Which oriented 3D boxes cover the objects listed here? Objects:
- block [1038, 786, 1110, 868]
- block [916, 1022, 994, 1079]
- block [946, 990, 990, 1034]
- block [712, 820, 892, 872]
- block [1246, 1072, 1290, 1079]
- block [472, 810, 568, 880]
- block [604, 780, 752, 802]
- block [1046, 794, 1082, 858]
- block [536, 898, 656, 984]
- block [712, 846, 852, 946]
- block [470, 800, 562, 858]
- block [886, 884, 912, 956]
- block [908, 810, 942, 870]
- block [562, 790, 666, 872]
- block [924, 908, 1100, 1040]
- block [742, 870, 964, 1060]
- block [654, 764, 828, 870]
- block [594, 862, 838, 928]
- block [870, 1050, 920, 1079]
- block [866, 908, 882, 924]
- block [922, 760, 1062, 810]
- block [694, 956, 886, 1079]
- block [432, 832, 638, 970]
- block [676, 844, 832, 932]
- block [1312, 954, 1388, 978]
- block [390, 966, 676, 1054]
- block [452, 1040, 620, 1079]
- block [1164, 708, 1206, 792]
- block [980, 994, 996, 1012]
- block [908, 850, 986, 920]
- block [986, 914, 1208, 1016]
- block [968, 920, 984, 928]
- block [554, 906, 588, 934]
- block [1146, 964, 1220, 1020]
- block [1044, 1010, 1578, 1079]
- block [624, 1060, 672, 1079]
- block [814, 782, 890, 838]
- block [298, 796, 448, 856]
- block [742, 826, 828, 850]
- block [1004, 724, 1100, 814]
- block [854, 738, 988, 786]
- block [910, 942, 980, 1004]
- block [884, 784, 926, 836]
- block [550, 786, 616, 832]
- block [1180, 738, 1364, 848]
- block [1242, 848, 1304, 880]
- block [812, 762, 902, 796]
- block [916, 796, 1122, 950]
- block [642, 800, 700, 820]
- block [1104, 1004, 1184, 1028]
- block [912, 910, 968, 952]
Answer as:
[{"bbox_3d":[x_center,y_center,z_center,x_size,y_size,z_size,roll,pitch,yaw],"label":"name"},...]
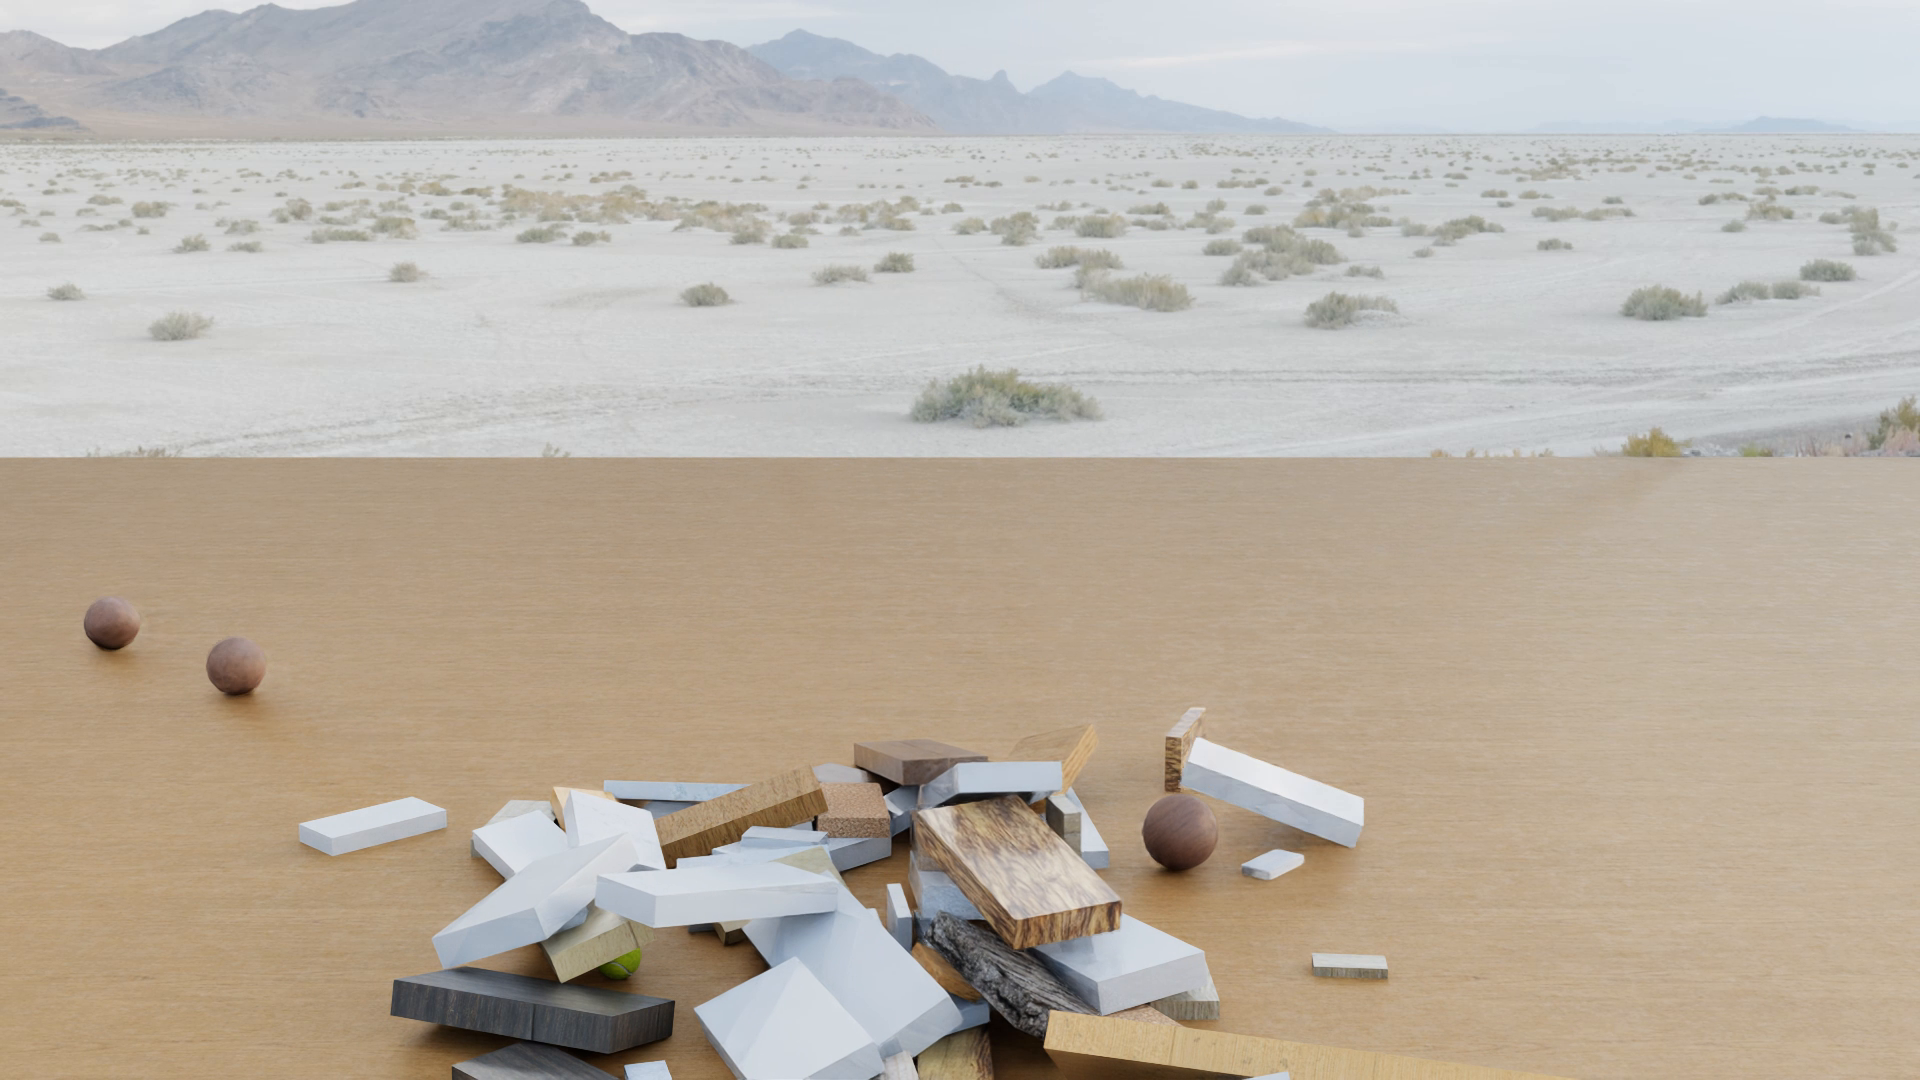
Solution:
[{"bbox_3d":[0.176,0.512,4.003,0.110,0.031,0.439,-1,11,-7],"label":"block"},{"bbox_3d":[-0.007,0.709,2.948,0.099,0.028,0.374,0,11,-2],"label":"block"},{"bbox_3d":[-0.047,0.649,3.106,0.099,0.028,0.199,-12,12,-24],"label":"block"},{"bbox_3d":[-0.270,0.538,3.787,0.149,0.042,0.297,8,10,37],"label":"block"},{"bbox_3d":[0.208,0.708,2.648,0.353,0.050,0.176,-5,-21,-20],"label":"block"},{"bbox_3d":[-0.722,0.537,3.743,0.125,0.035,0.249,-15,23,-30],"label":"block"},{"bbox_3d":[-0.477,0.473,4.119,0.360,0.033,0.116,1,-7,5],"label":"block"},{"bbox_3d":[0.164,0.517,3.511,0.028,0.200,0.100,-3,11,-15],"label":"block"},{"bbox_3d":[-0.578,0.577,3.361,0.148,0.042,0.415,-23,10,-16],"label":"block"},{"bbox_3d":[-0.297,0.566,3.509,0.220,0.031,0.110,-13,45,-27],"label":"block"},{"bbox_3d":[-0.787,0.520,3.957,0.116,0.033,0.231,1,11,6],"label":"block"},{"bbox_3d":[-0.095,0.597,3.423,0.022,0.077,0.153,-1,11,-8],"label":"block"},{"bbox_3d":[0.010,0.496,3.641,0.175,0.049,0.349,2,0,-4],"label":"block"},{"bbox_3d":[-0.590,0.511,3.740,0.149,0.042,0.297,18,8,-16],"label":"block"},{"bbox_3d":[0.086,0.628,3.096,0.163,0.046,0.327,29,0,-26],"label":"block"},{"bbox_3d":[-0.166,0.622,3.172,0.161,0.046,0.544,-33,20,-12],"label":"block"},{"bbox_3d":[-0.391,0.486,3.870,0.303,0.043,0.152,-19,14,-7],"label":"block"},{"bbox_3d":[-0.358,0.522,3.253,0.321,0.046,0.161,3,2,-40],"label":"block"},{"bbox_3d":[-0.092,0.720,2.801,0.099,0.028,0.199,-22,13,-5],"label":"block"},{"bbox_3d":[-0.160,0.618,3.459,0.076,0.022,0.153,-2,11,-10],"label":"block"},{"bbox_3d":[0.046,0.417,3.681,0.163,0.046,0.505,0,-11,-8],"label":"block"},{"bbox_3d":[-0.234,0.671,2.963,0.161,0.046,0.321,-25,18,-17],"label":"block"},{"bbox_3d":[-0.635,0.541,3.323,0.175,0.049,0.349,-19,6,17],"label":"block"},{"bbox_3d":[-0.325,0.563,3.560,0.249,0.035,0.125,-3,41,-17],"label":"block"},{"bbox_3d":[0.590,0.645,3.330,0.110,0.016,0.055,1,11,6],"label":"block"},{"bbox_3d":[-0.597,0.654,3.076,0.349,0.049,0.175,4,-3,21],"label":"block"},{"bbox_3d":[-0.533,0.721,2.864,0.261,0.037,0.131,10,15,43],"label":"block"},{"bbox_3d":[0.444,0.411,4.330,0.031,0.110,0.229,3,11,18],"label":"block"},{"bbox_3d":[0.027,0.659,3.244,0.067,0.019,0.134,-6,12,-31],"label":"block"},{"bbox_3d":[0.016,0.547,3.502,0.175,0.049,0.349,2,1,-5],"label":"block"},{"bbox_3d":[0.198,0.614,3.277,0.176,0.050,0.353,-11,9,-24],"label":"block"},{"bbox_3d":[-0.002,0.618,3.453,0.077,0.022,0.154,2,11,0],"label":"block"},{"bbox_3d":[-0.611,0.573,3.273,0.110,0.016,0.055,-20,9,0],"label":"block"},{"bbox_3d":[0.319,0.655,3.244,0.100,0.028,0.200,0,11,-1],"label":"block"},{"bbox_3d":[0.472,0.684,2.752,0.717,0.050,0.176,4,-28,18],"label":"block"},{"bbox_3d":[-0.410,0.722,2.915,0.055,0.016,0.110,-3,11,-16],"label":"block"},{"bbox_3d":[-0.198,0.482,3.932,0.125,0.035,0.249,1,8,-7],"label":"block"},{"bbox_3d":[-1.060,0.516,3.976,0.116,0.033,0.231,10,15,44],"label":"block"},{"bbox_3d":[-0.299,0.511,3.753,0.134,0.019,0.067,3,8,10],"label":"block"},{"bbox_3d":[0.144,0.437,4.121,0.152,0.043,0.303,-14,13,24],"label":"block"},{"bbox_3d":[-0.082,0.415,4.138,0.152,0.043,0.604,-2,-2,-11],"label":"block"},{"bbox_3d":[-0.020,0.607,3.088,0.067,0.019,0.134,29,0,-18],"label":"block"},{"bbox_3d":[-0.109,0.490,4.008,0.096,0.027,0.193,-30,8,7],"label":"block"},{"bbox_3d":[-0.663,0.502,3.952,0.110,0.031,0.220,8,12,-22],"label":"block"},{"bbox_3d":[0.569,0.457,3.990,0.327,0.046,0.163,20,14,7],"label":"block"},{"bbox_3d":[0.539,0.559,3.791,0.056,0.016,0.112,8,13,38],"label":"block"},{"bbox_3d":[-0.205,0.472,4.217,0.220,0.031,0.110,8,13,38],"label":"block"},{"bbox_3d":[0.084,0.499,3.336,0.175,0.049,0.349,-6,23,-24],"label":"block"},{"bbox_3d":[-0.476,0.511,4.007,0.220,0.031,0.110,2,11,13],"label":"block"},{"bbox_3d":[0.270,0.695,3.028,0.100,0.028,0.206,-6,12,-29],"label":"block"},{"bbox_3d":[-0.022,0.607,3.384,0.077,0.022,0.154,1,11,-10],"label":"block"}]
